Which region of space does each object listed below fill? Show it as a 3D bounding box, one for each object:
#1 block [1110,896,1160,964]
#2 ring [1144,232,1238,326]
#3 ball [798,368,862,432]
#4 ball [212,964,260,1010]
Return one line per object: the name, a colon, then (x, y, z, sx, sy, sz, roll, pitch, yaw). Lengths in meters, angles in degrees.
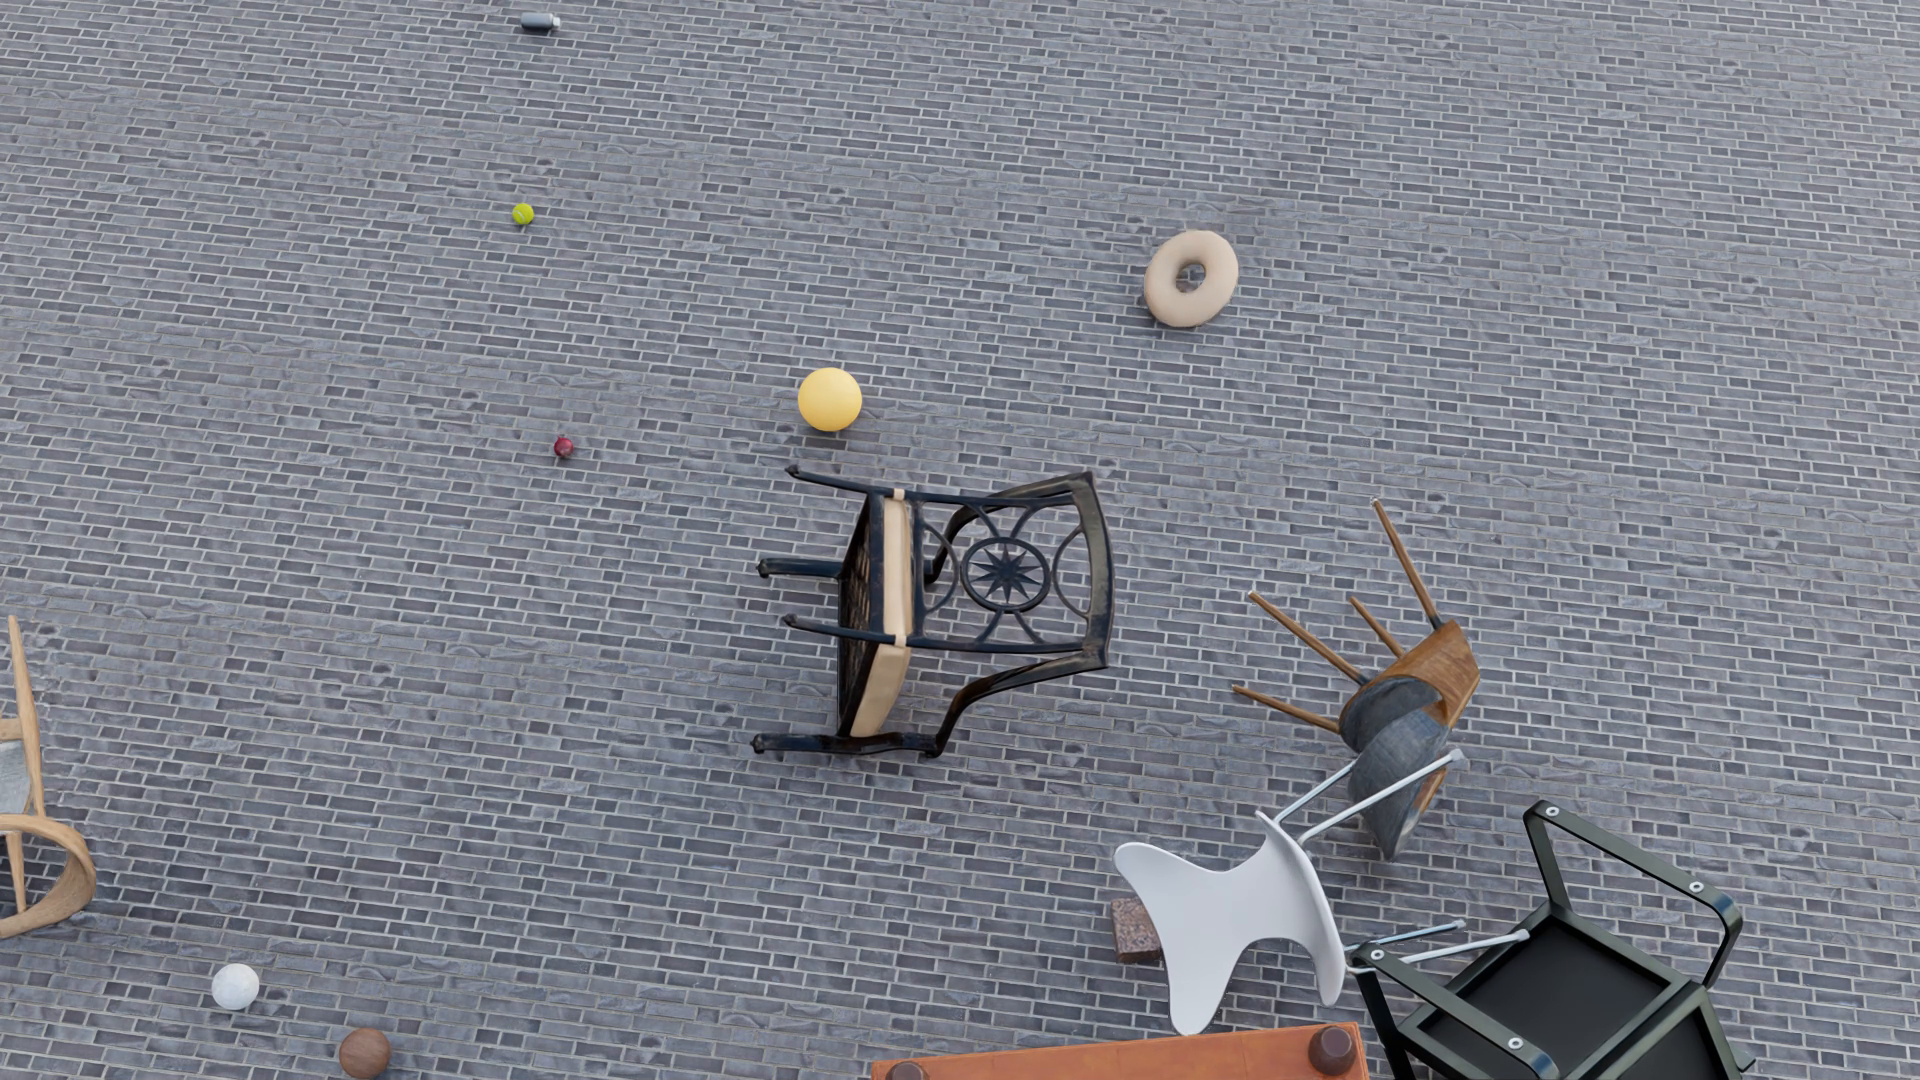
block: (0.465, 1.035, 5.838, 0.109, 0.069, 0.154, -5, 56, -3)
ring: (0.734, -0.834, 7.010, 0.288, 0.114, 0.333, 33, 87, 22)
ball: (-0.399, -0.431, 6.744, 0.197, 0.197, 0.197, 0, 56, 0)
ball: (-1.885, 1.162, 5.722, 0.119, 0.119, 0.119, 0, 56, 0)
